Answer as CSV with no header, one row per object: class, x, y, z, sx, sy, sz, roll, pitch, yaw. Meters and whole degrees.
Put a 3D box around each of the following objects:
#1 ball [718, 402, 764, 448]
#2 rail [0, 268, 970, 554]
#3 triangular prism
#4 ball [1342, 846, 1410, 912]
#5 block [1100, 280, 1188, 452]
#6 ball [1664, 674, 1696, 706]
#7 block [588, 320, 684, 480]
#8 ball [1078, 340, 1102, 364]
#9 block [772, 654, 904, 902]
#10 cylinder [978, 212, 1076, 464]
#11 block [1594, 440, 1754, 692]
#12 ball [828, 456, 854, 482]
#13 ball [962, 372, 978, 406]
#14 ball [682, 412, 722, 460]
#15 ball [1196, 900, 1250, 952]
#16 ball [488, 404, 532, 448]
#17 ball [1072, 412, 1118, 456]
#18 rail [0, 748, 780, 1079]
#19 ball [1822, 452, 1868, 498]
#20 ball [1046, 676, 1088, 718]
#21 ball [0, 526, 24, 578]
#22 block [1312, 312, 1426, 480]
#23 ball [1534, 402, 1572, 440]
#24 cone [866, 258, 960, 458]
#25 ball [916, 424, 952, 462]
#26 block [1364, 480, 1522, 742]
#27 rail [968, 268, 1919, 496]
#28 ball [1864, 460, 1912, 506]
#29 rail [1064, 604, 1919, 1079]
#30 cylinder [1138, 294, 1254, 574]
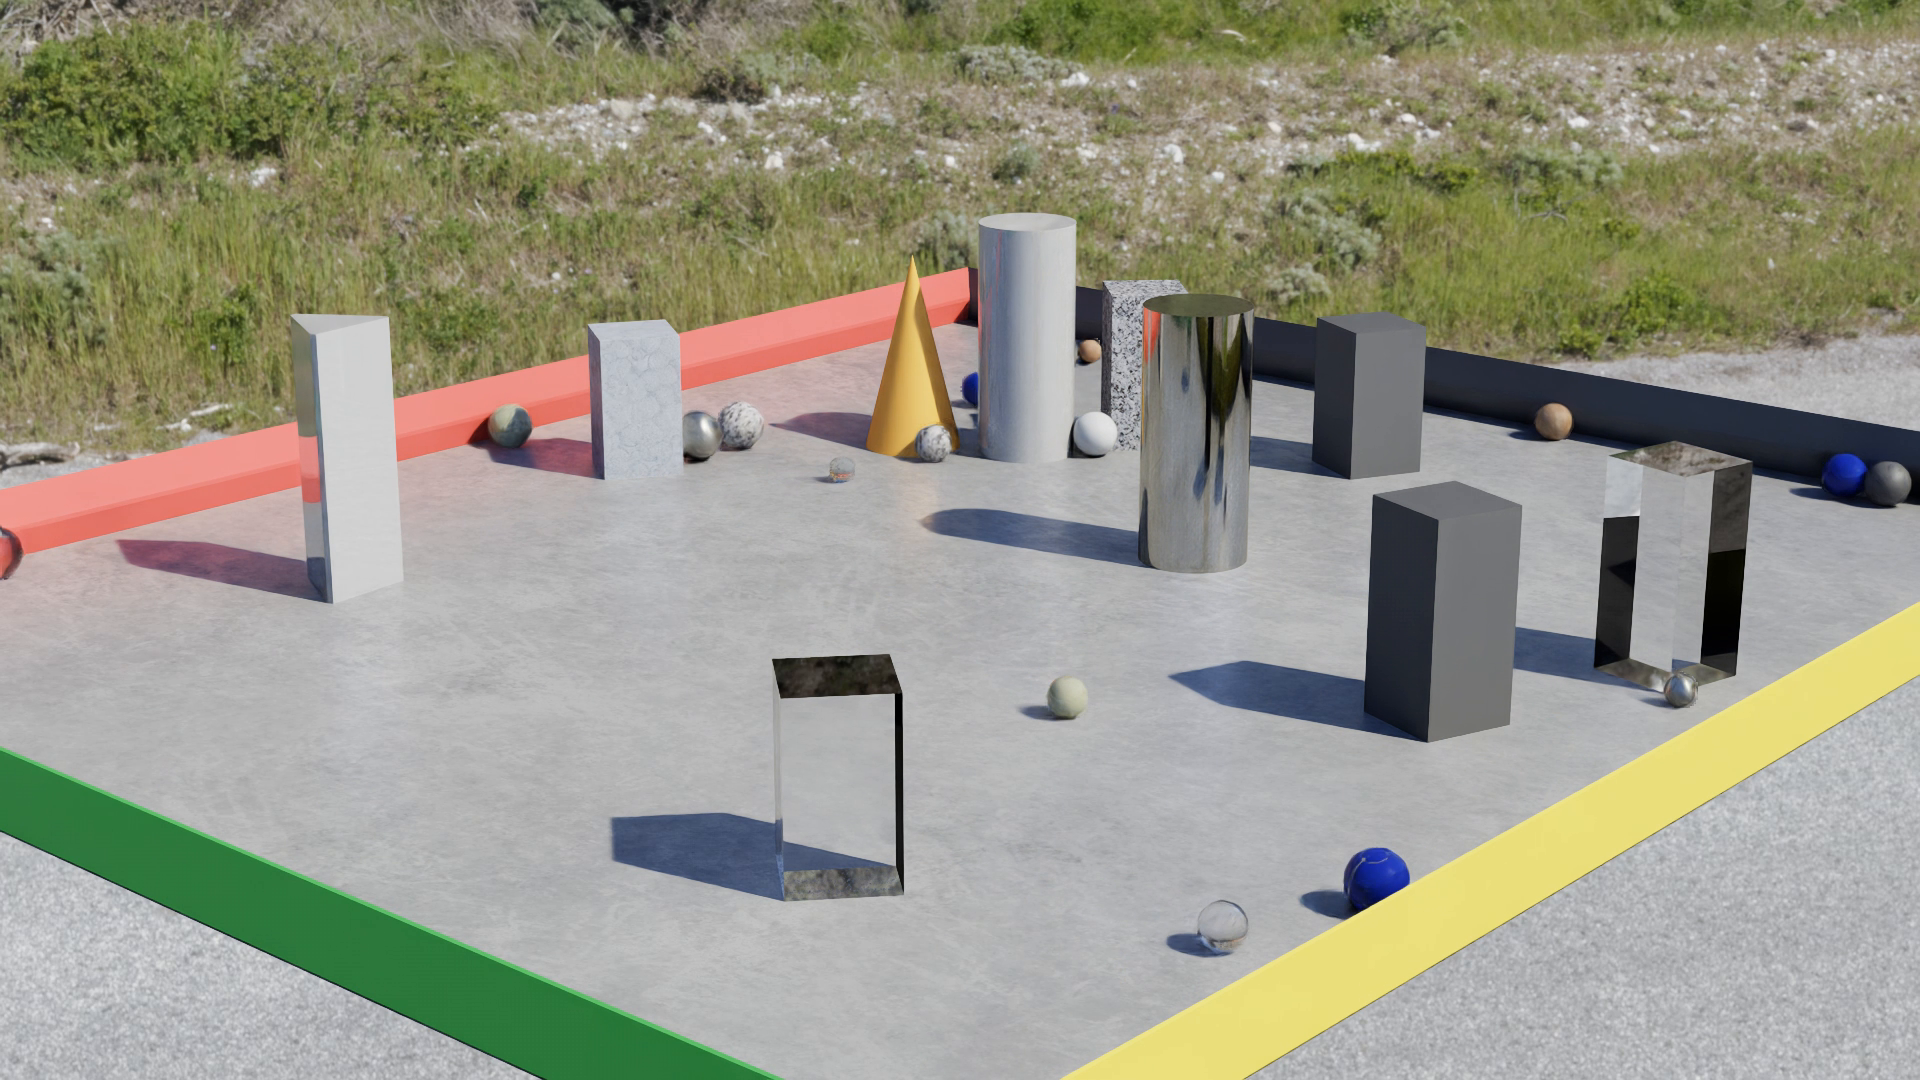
ball,-0.455,-0.238,6.078,0.097,0.097,0.097,0,17,0
rail,-1.077,-0.237,6.015,0.045,0.129,3.398,14,22,39
triangular prism,-1.102,-0.151,5.127,0.149,0.478,0.172,12,21,35
ball,0.544,0.445,3.826,0.088,0.088,0.088,0,17,0
block,0.384,-0.364,6.100,0.159,0.326,0.159,-1,17,-4
ball,1.127,0.235,4.587,0.050,0.050,0.050,0,17,0
block,-0.654,-0.284,5.905,0.159,0.284,0.159,-5,17,-15
ball,0.302,-0.438,6.813,0.056,0.056,0.056,0,17,0
block,-0.163,0.315,3.915,0.159,0.284,0.159,-2,17,-7
cylinder,0.136,-0.414,5.998,0.199,0.480,0.199,0,17,0
block,1.141,0.042,4.695,0.159,0.358,0.159,-12,20,-34
ball,-0.235,-0.141,5.834,0.052,0.052,0.052,0,17,0
ball,0.043,-0.331,6.424,0.076,0.076,0.076,0,17,0
ball,-0.536,-0.213,5.989,0.100,0.100,0.100,0,17,0
ball,0.333,0.490,3.715,0.066,0.066,0.066,0,17,0
ball,-0.933,-0.237,6.084,0.092,0.092,0.092,0,17,0
ball,0.277,-0.219,6.021,0.092,0.092,0.092,0,17,0
rail,-1.098,0.397,3.908,2.900,0.129,0.045,14,22,39
ball,1.726,-0.126,5.720,0.088,0.088,0.088,0,17,0
ball,0.166,0.243,4.536,0.065,0.065,0.065,0,17,0
ball,-1.716,0.022,5.217,0.095,0.095,0.095,0,17,0
block,0.823,-0.293,5.910,0.159,0.299,0.159,-7,18,-21
ball,1.244,-0.249,6.146,0.078,0.078,0.078,0,17,0
cone,-0.098,-0.392,6.056,0.199,0.403,0.199,0,17,0
ball,-0.053,-0.198,5.981,0.076,0.076,0.076,0,17,0
block,0.737,0.108,4.489,0.159,0.352,0.159,-9,19,-28
rail,1.098,-0.332,6.331,2.900,0.129,0.045,14,22,39
ball,1.794,-0.110,5.668,0.087,0.087,0.087,0,17,0
rail,1.077,0.302,4.224,0.045,0.129,3.398,14,22,39
cylinder,0.424,-0.193,5.282,0.199,0.470,0.199,0,17,0
